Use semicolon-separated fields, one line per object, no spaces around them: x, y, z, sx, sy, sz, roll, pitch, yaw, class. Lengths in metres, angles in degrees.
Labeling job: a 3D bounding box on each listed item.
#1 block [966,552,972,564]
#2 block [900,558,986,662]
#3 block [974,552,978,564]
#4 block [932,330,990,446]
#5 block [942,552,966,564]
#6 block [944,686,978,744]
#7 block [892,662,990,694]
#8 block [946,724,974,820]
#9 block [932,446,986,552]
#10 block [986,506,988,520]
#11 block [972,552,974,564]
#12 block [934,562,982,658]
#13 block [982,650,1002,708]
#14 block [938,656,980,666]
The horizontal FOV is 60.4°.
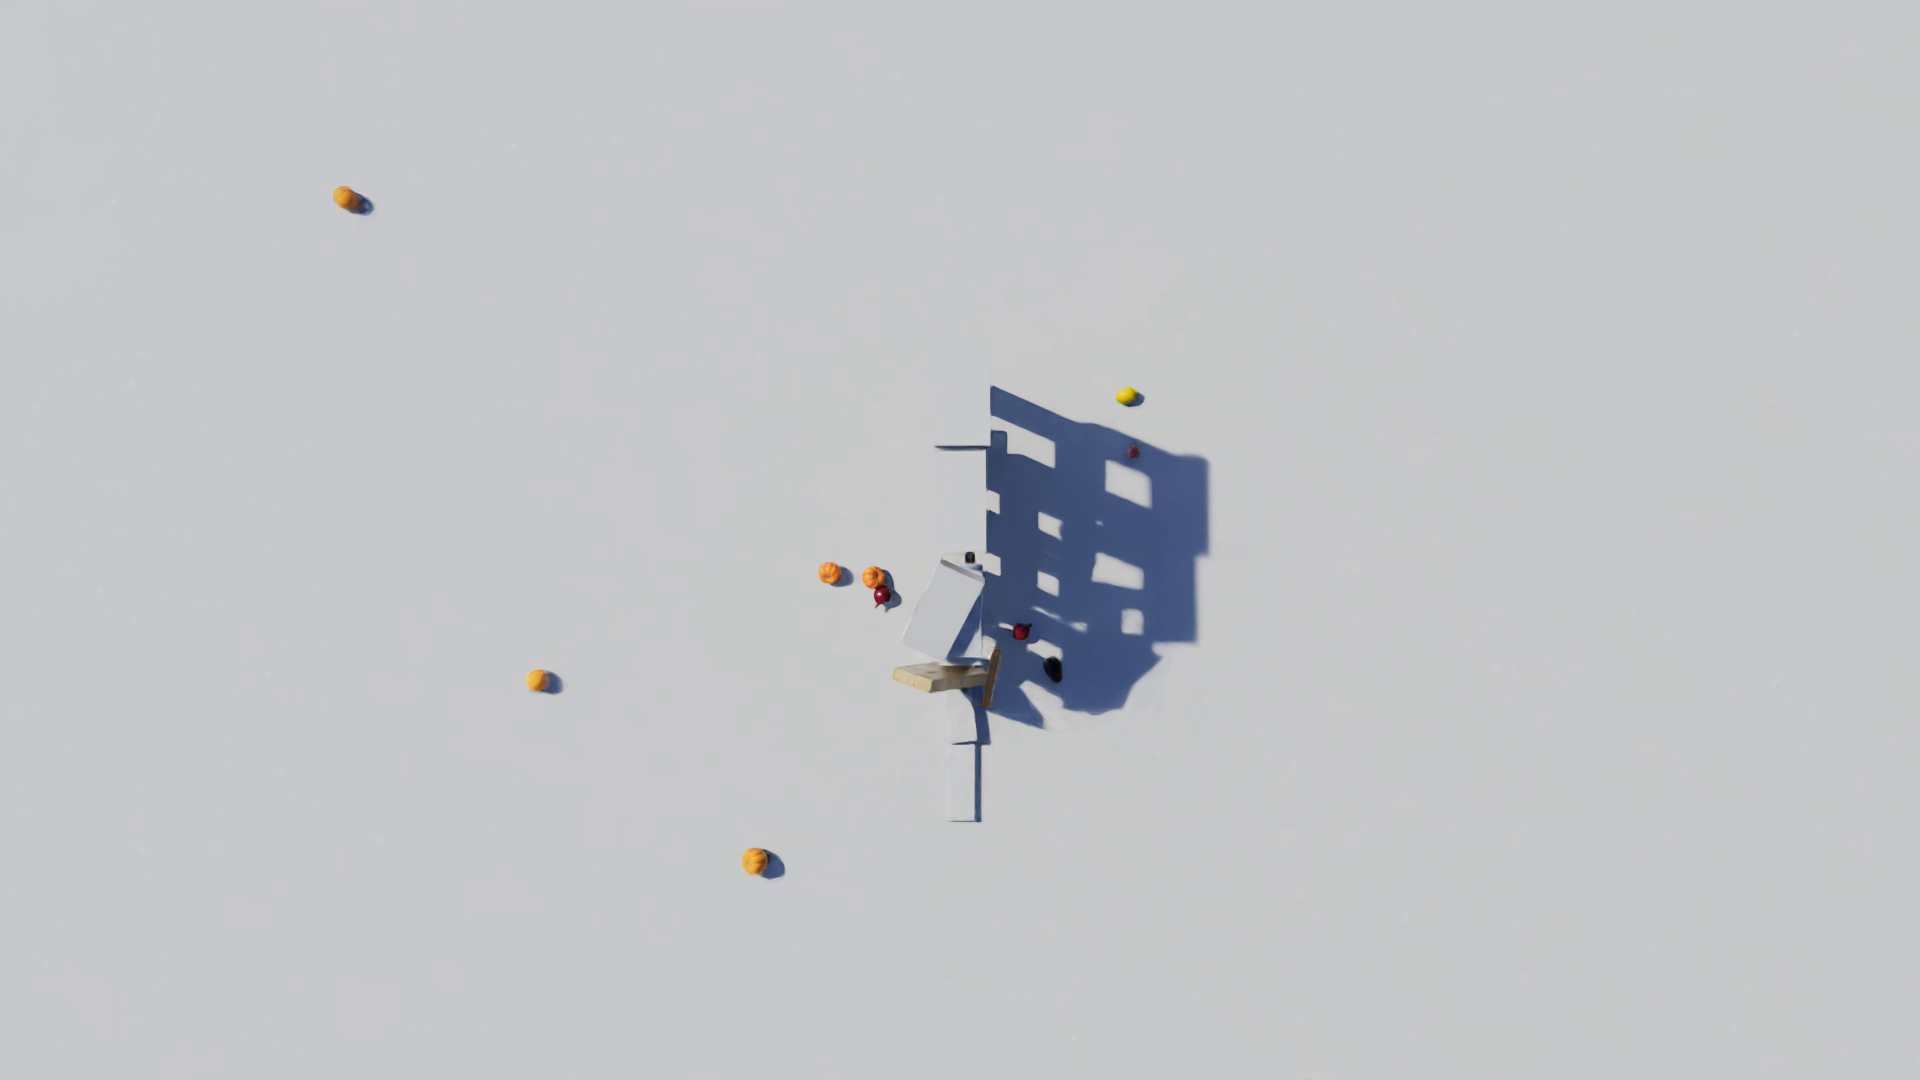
0.000;0.101;4.985;0.070;0.020;0.140;2;106;1;block
-0.053;0.210;4.891;0.144;0.041;0.288;25;113;-5;block
0.004;0.033;5.284;0.101;0.029;0.202;-1;90;0;block
0.004;-0.430;4.689;0.162;0.046;0.324;0;90;0;block
-0.018;0.082;4.930;0.070;0.020;0.140;1;98;5;block
0.000;0.574;5.460;0.094;0.027;0.187;-7;90;0;block
-0.059;0.435;5.278;0.144;0.364;0.041;17;98;29;block
0.002;0.740;5.487;0.094;0.027;0.382;0;90;0;block
-0.001;-0.117;4.720;0.151;0.043;0.301;0;89;0;block
0.002;-0.047;4.898;0.151;0.312;0.043;1;79;0;block
-0.002;0.012;5.068;0.094;0.027;0.188;0;90;0;block
-0.006;0.211;4.931;0.144;0.041;0.288;2;113;4;block
0.104;0.458;5.452;0.027;0.094;0.187;11;90;4;block
-0.001;0.254;5.030;0.127;0.036;0.254;0;89;1;block
